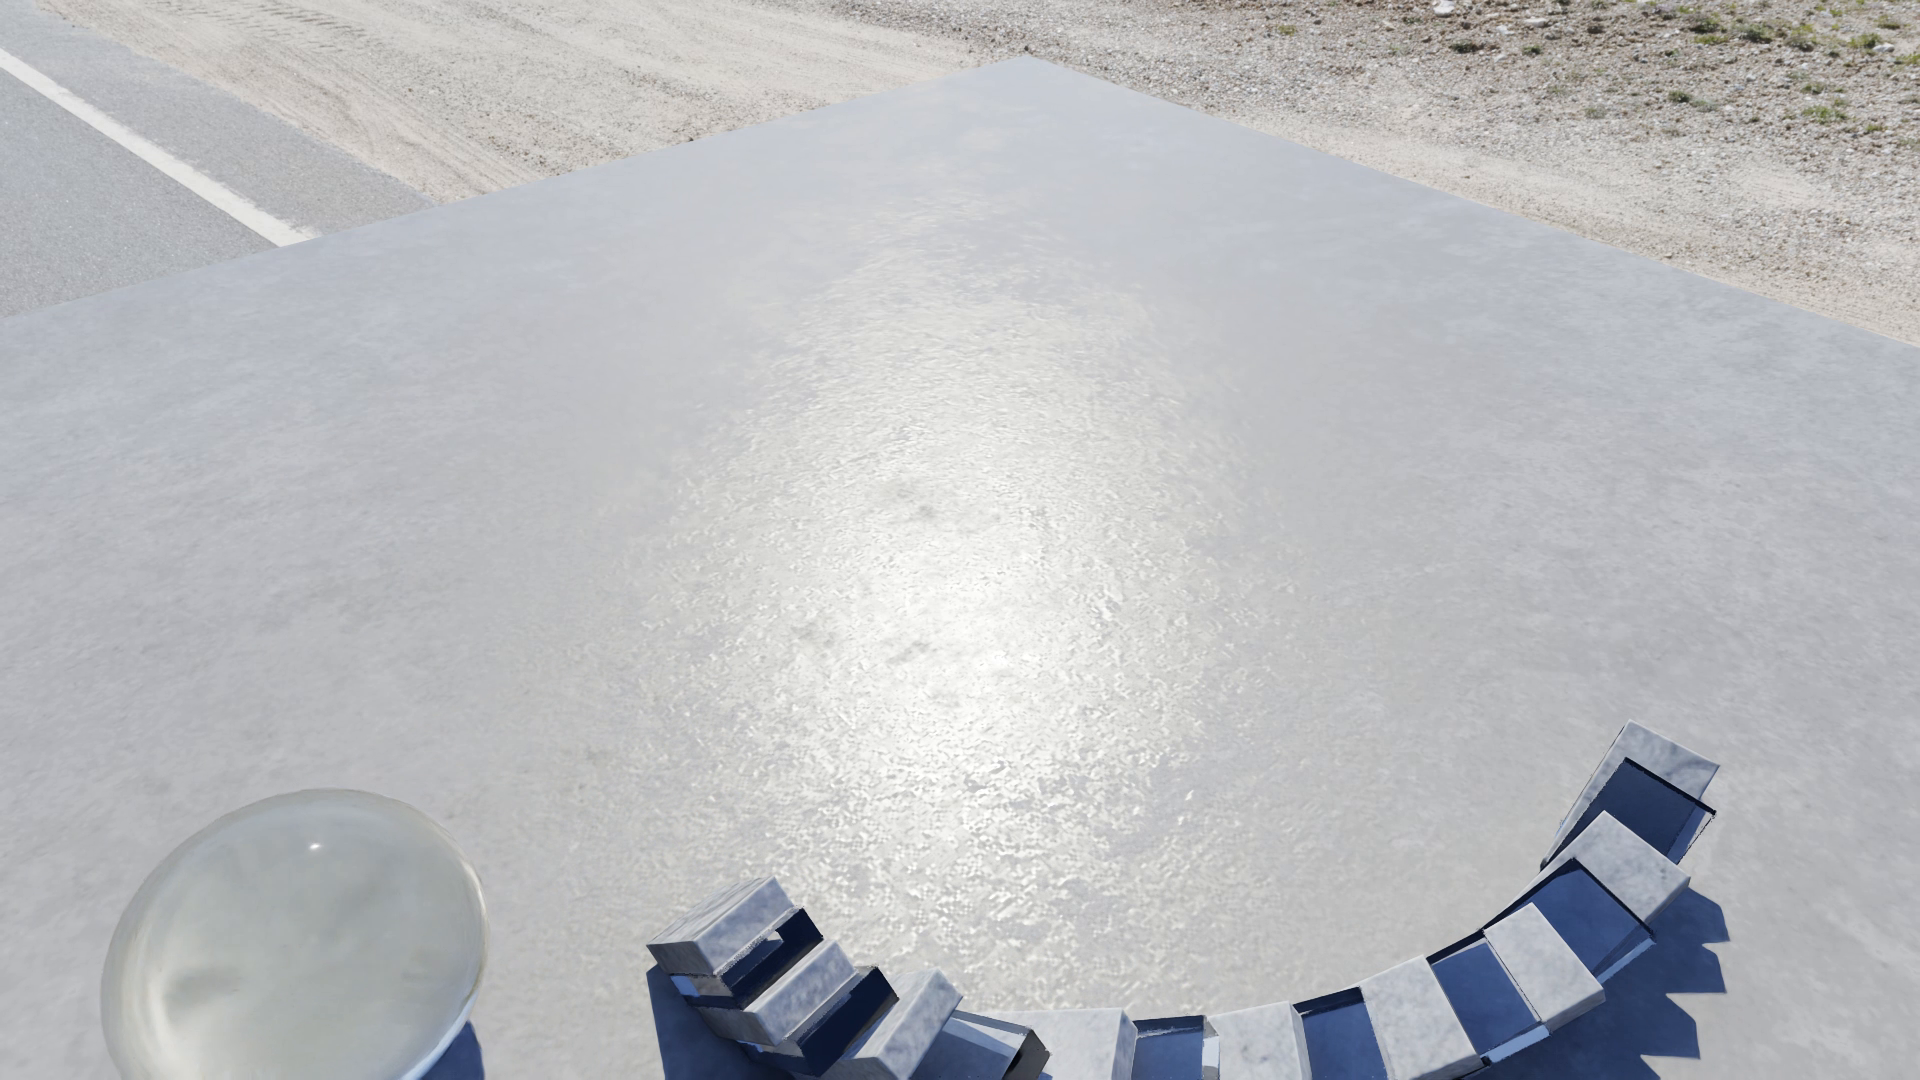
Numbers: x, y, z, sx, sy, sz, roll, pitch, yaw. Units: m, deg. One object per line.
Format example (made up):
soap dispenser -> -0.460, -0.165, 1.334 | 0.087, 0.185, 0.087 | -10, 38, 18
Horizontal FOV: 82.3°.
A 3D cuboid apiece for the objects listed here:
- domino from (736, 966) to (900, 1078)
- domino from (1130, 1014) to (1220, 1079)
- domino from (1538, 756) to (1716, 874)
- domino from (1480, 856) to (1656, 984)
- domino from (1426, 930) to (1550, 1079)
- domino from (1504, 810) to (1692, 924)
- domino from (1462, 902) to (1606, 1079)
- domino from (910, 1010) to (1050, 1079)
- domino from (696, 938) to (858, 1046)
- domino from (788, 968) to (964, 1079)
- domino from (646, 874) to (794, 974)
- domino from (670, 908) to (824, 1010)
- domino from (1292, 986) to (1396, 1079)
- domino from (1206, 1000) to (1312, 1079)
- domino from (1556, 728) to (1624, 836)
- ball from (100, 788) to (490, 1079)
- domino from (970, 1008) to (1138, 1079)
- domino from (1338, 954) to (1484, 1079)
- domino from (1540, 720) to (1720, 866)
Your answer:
domino -> -0.037, 0.118, 0.272 | 0.025, 0.050, 0.010 | -34, 89, -34
domino -> 0.037, 0.131, 0.265 | 0.050, 0.009, 0.025 | -18, 32, 27
domino -> 0.187, 0.090, 0.312 | 0.025, 0.010, 0.050 | 37, 85, 33
domino -> 0.153, 0.110, 0.290 | 0.050, 0.010, 0.025 | -39, 46, 1
domino -> 0.116, 0.122, 0.275 | 0.050, 0.010, 0.025 | -33, 41, 10
domino -> 0.170, 0.101, 0.300 | 0.050, 0.010, 0.025 | -43, 49, -2
domino -> 0.134, 0.118, 0.282 | 0.050, 0.009, 0.025 | -33, 43, 5
domino -> -0.005, 0.127, 0.266 | 0.050, 0.010, 0.025 | -12, 26, 46
domino -> -0.047, 0.113, 0.277 | 0.025, 0.050, 0.010 | -34, 89, -34
domino -> -0.022, 0.120, 0.269 | 0.010, 0.050, 0.025 | 49, 49, -4
domino -> -0.064, 0.102, 0.291 | 0.025, 0.050, 0.009 | -34, 89, -34
domino -> -0.056, 0.108, 0.284 | 0.025, 0.050, 0.010 | -34, 89, -34
domino -> 0.078, 0.129, 0.267 | 0.050, 0.009, 0.025 | -25, 37, 18
domino -> 0.059, 0.130, 0.265 | 0.050, 0.009, 0.025 | -22, 36, 22
domino -> 0.210, 0.082, 0.344 | 0.025, 0.010, 0.050 | 31, 49, 32
ball -> -0.157, 0.101, 0.265 | 0.080, 0.080, 0.080 | 0, 39, 0
domino -> 0.017, 0.129, 0.268 | 0.050, 0.009, 0.025 | -16, 31, 29
domino -> 0.098, 0.125, 0.271 | 0.050, 0.010, 0.025 | -30, 40, 13
domino -> 0.197, 0.081, 0.323 | 0.025, 0.009, 0.050 | 32, 82, 32
